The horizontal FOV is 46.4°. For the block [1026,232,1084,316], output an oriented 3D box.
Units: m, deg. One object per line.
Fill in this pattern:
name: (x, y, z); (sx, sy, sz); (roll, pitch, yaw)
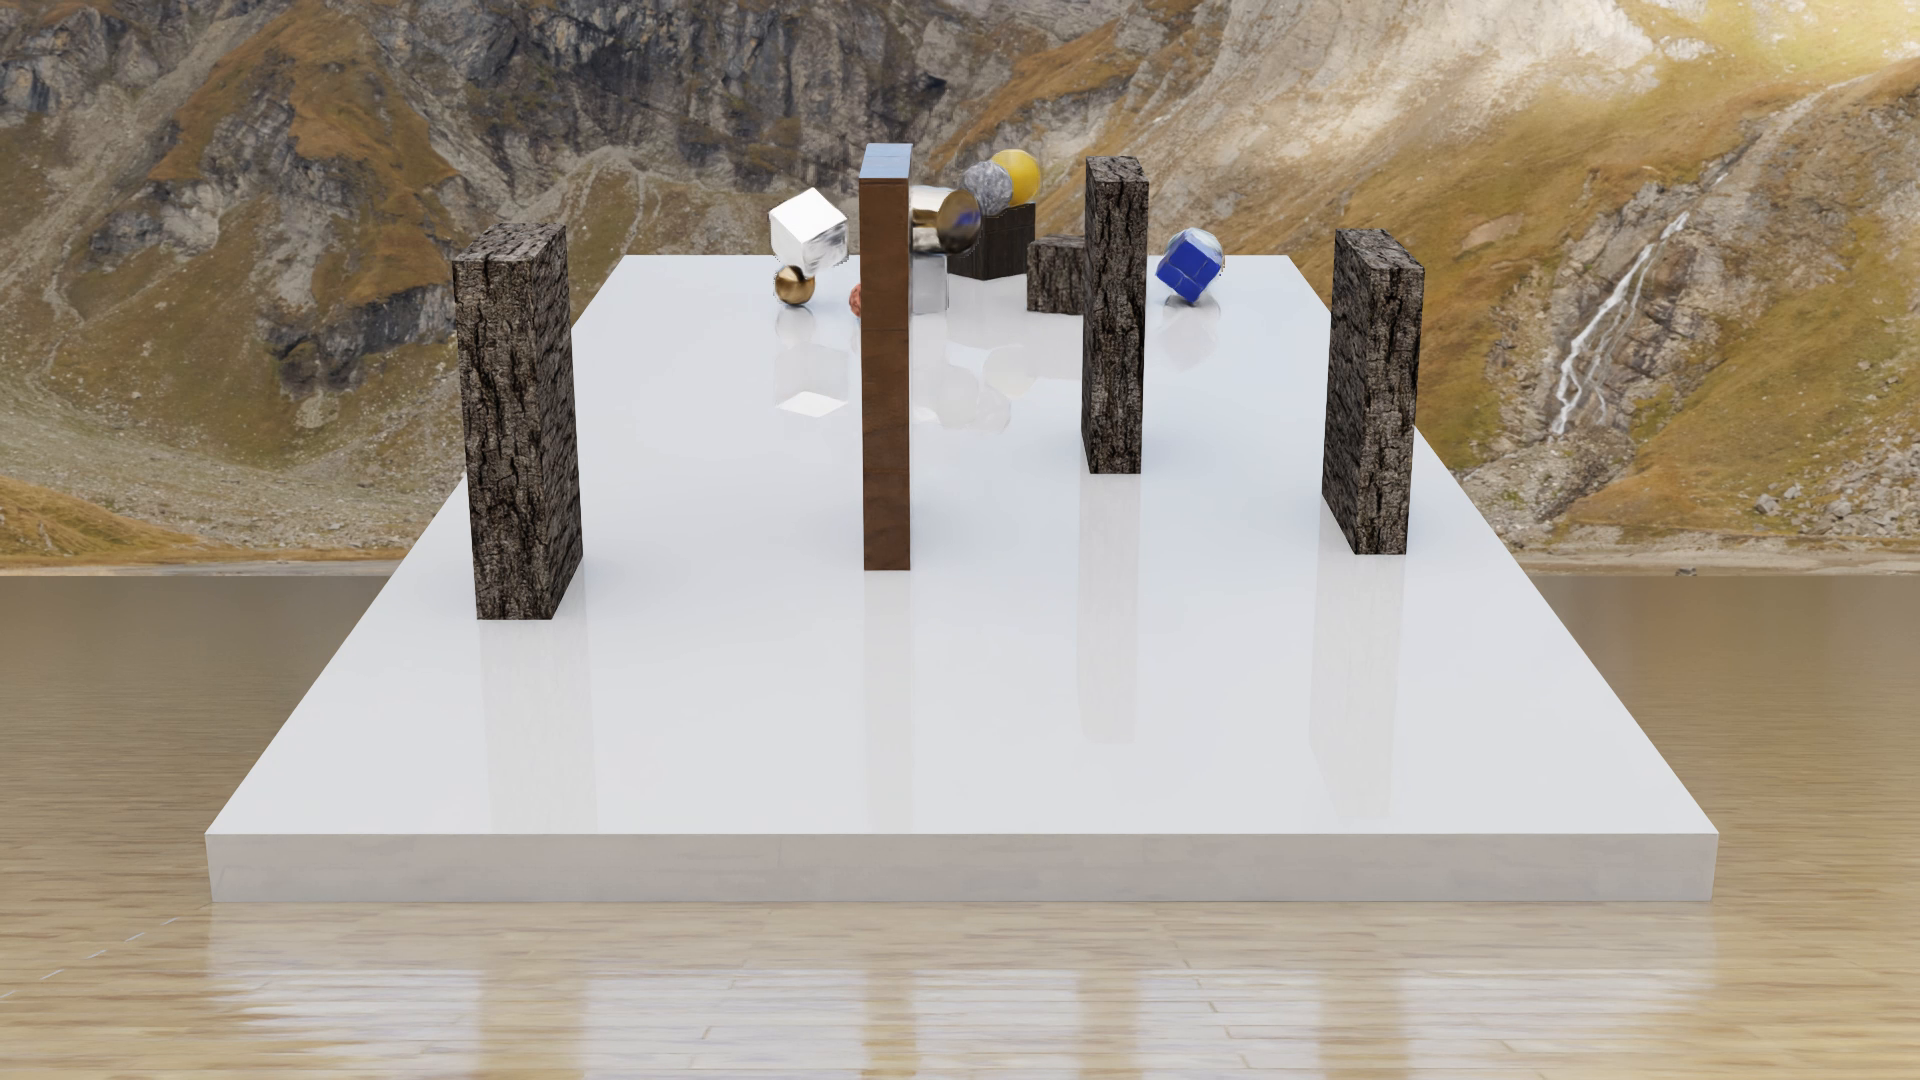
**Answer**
block: (0.296, -0.716, 6.033); (0.181, 0.181, 0.181); (7, 19, 19)

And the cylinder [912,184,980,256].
cylinder: (-0.068, -0.855, 5.981); (0.175, 0.175, 0.175); (13, 8, 40)

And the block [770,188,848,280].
block: (-0.404, -0.818, 5.987); (0.146, 0.146, 0.146); (-32, -29, -22)

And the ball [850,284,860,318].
ball: (-0.238, -0.629, 5.884); (0.107, 0.107, 0.107); (0, -1, 0)

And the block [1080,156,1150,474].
block: (0.316, -0.469, 4.616); (0.104, 0.594, 0.335); (0, 18, 0)

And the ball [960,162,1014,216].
ball: (0.071, -0.945, 6.026); (0.146, 0.146, 0.146); (0, -1, 0)

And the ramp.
ramp: (-0.004, -0.188, 4.873); (2.000, 0.100, 4.000); (0, 18, 0)

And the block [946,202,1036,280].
block: (0.076, -0.880, 6.497); (0.202, 0.202, 0.202); (-16, 24, -40)

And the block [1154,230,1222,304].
block: (0.622, -0.743, 6.084); (0.128, 0.128, 0.128); (37, 20, -5)

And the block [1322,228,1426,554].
block: (0.762, -0.283, 4.161); (0.094, 0.526, 0.384); (0, 18, 0)

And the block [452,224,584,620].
block: (-0.743, -0.207, 3.796); (0.124, 0.604, 0.336); (0, 18, 0)

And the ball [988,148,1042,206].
ball: (0.149, -1.031, 6.370); (0.164, 0.164, 0.164); (0, -1, 0)

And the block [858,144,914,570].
block: (-0.130, -0.339, 4.056); (0.082, 0.696, 0.404); (0, 18, 0)

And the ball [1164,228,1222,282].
ball: (0.656, -0.794, 6.297); (0.165, 0.165, 0.165); (0, -1, 0)

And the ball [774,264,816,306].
ball: (-0.447, -0.692, 6.064); (0.114, 0.114, 0.114); (0, -1, 0)

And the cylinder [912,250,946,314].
cylinder: (-0.109, -0.694, 6.017); (0.146, 0.146, 0.146); (1, 18, 0)
